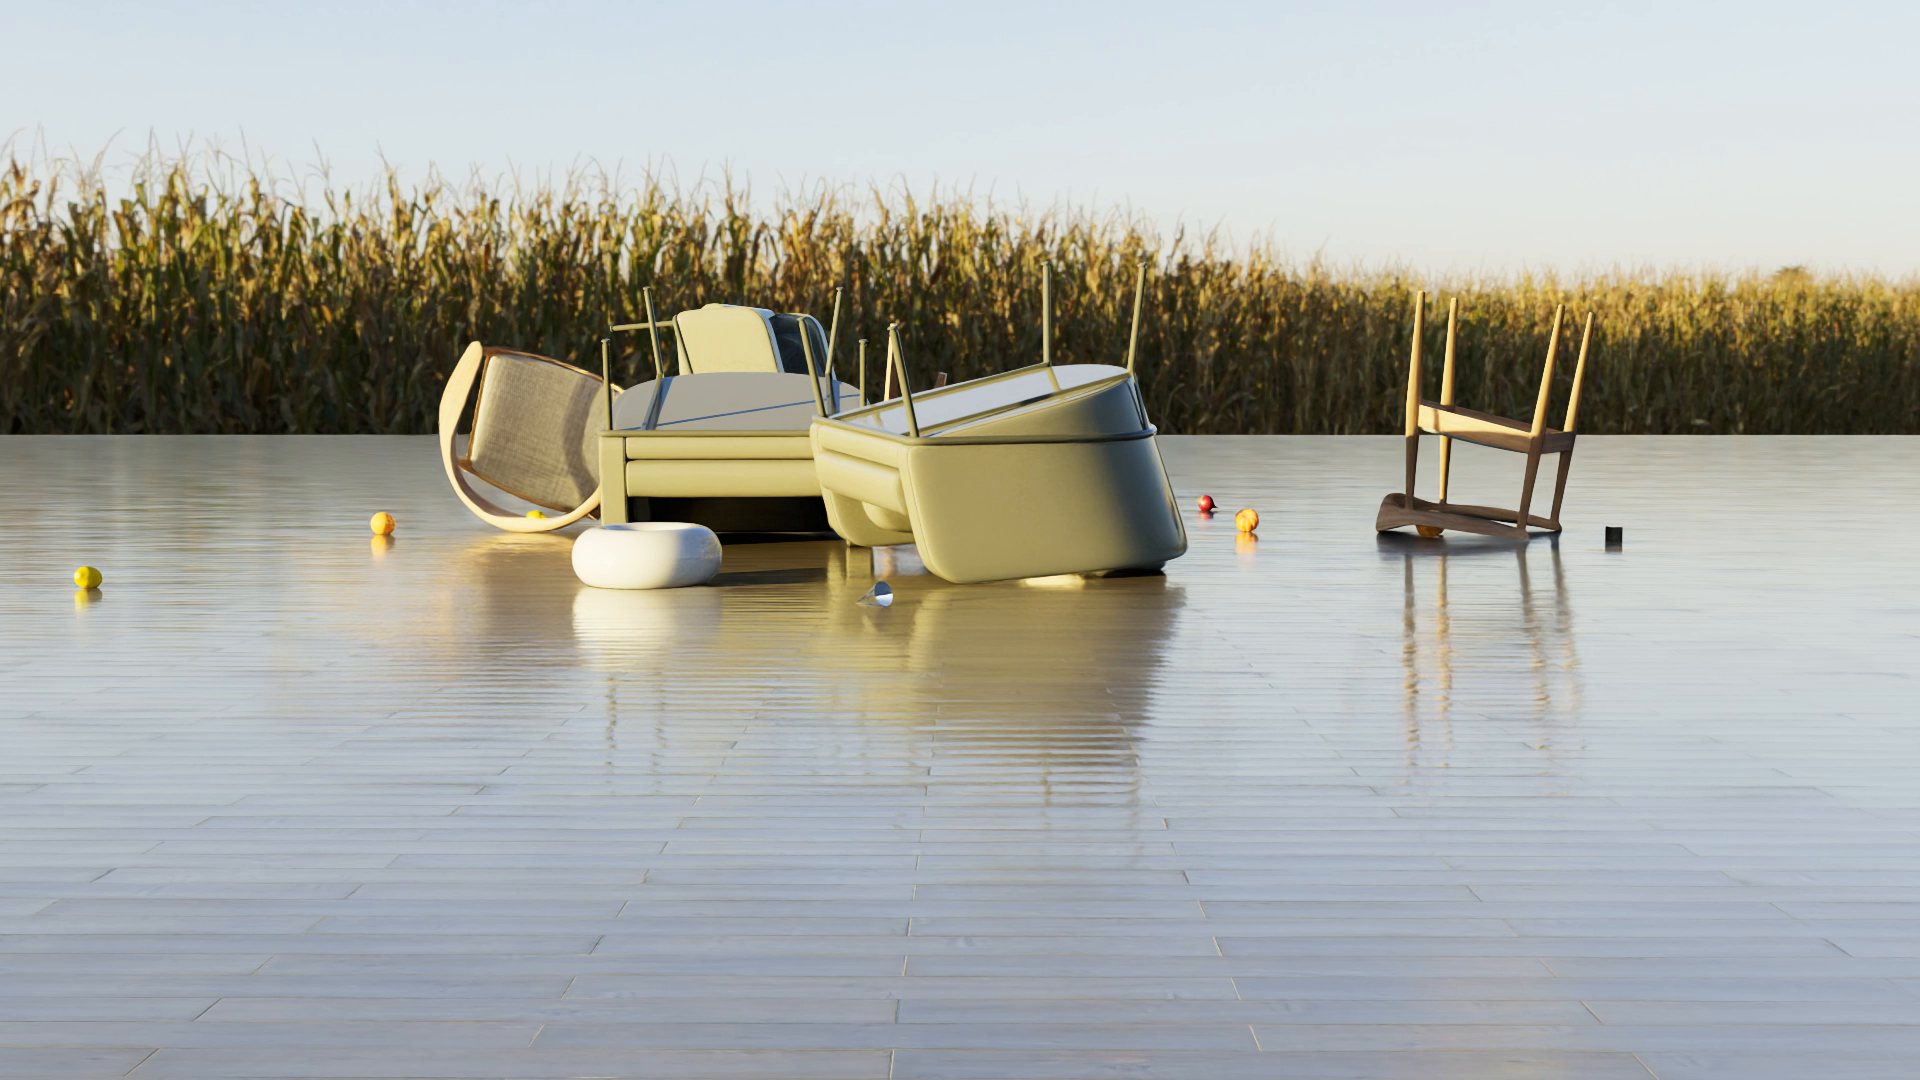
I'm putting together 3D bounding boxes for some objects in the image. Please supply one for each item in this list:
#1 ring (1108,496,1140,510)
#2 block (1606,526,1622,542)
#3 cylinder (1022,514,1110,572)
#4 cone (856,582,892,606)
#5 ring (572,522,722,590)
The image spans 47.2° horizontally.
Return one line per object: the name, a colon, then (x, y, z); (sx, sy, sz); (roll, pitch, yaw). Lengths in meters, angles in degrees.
ring: (0.614, -0.138, 8.226); (0.083, 0.046, 0.145); (-1, 5, -42)
block: (1.927, -0.018, 6.481); (0.035, 0.044, 0.037); (-1, 4, -15)
cylinder: (0.263, 0.008, 5.494); (0.180, 0.128, 0.148); (-2, 9, 24)
cone: (-0.189, 0.122, 4.582); (0.085, 0.054, 0.053); (-20, -7, 39)
ring: (-0.719, 0.036, 5.060); (0.345, 0.135, 0.348); (-2, 5, -10)
